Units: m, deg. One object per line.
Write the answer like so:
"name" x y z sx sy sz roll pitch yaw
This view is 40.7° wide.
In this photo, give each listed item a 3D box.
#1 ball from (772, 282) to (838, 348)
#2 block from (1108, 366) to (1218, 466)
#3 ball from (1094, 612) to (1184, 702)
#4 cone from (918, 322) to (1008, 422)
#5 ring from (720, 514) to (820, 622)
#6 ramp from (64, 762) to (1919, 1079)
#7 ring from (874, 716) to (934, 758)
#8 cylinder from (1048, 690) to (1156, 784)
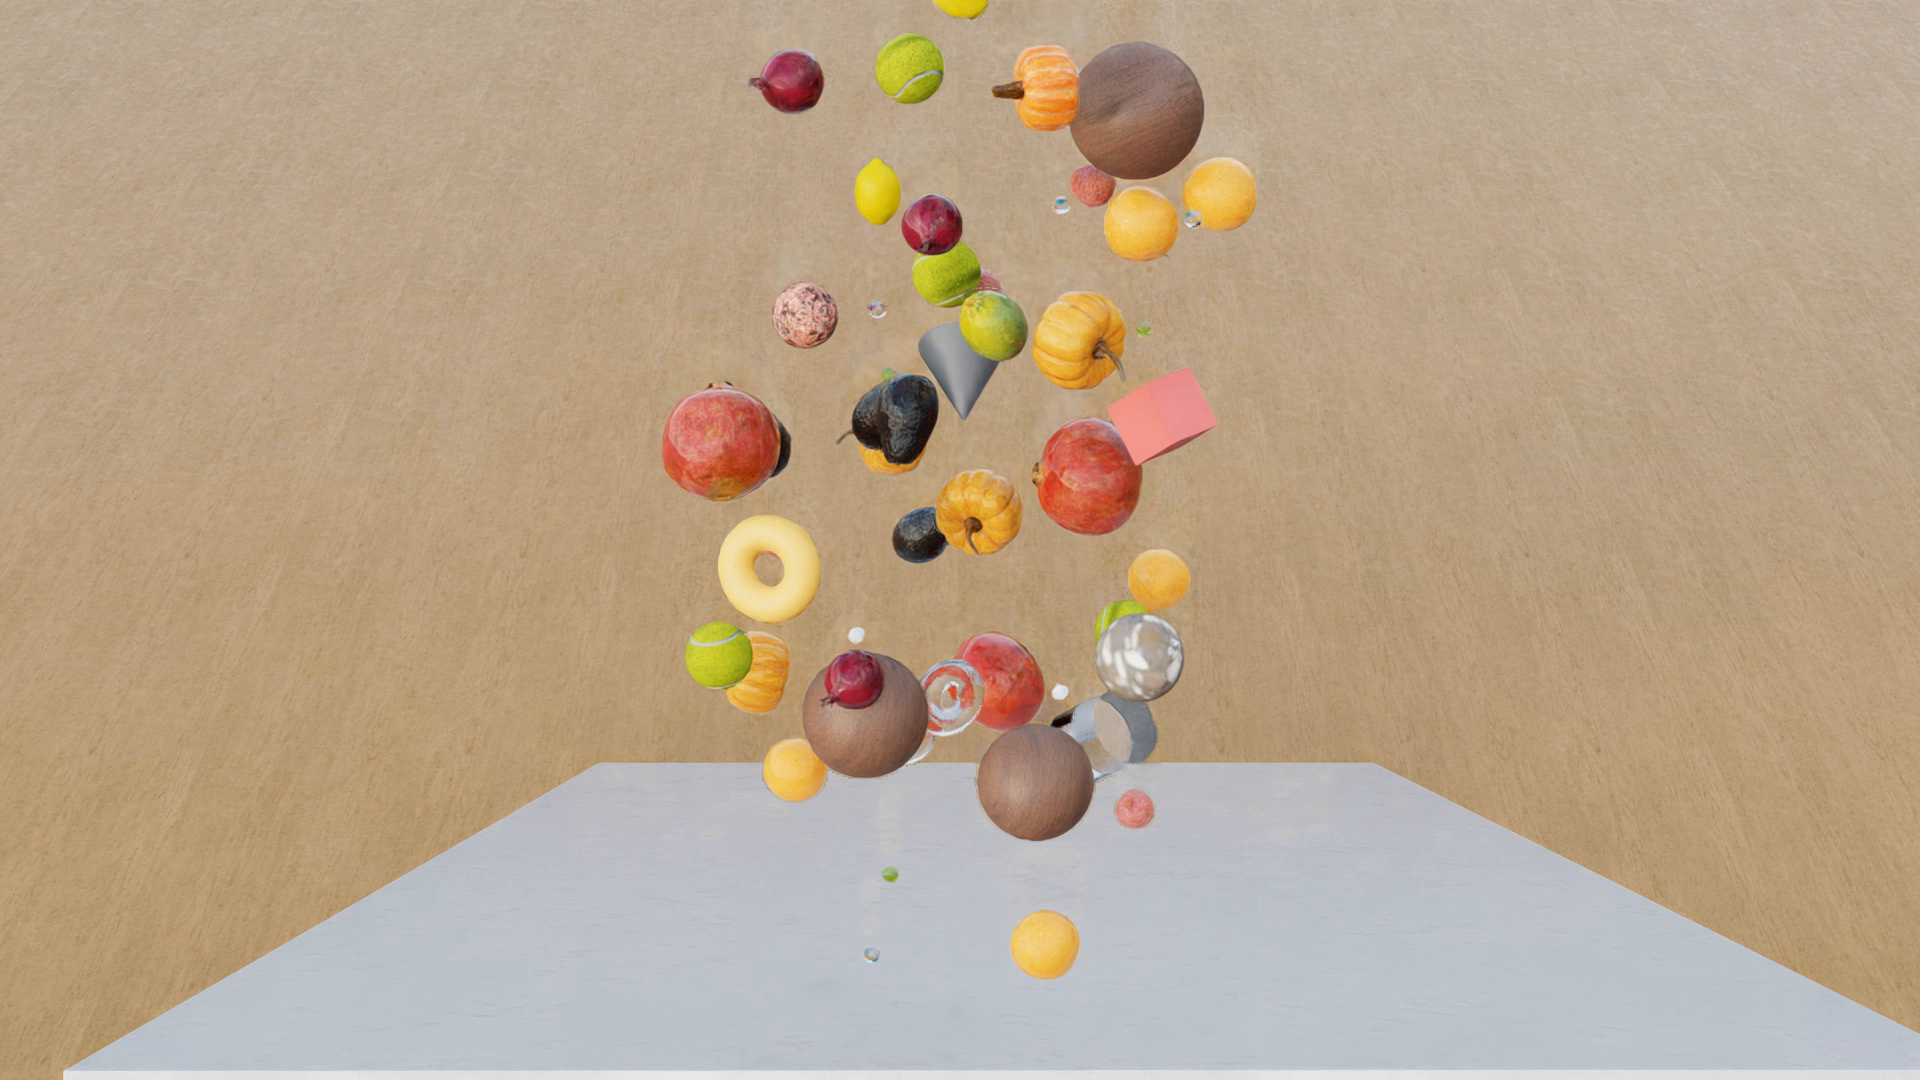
"ball" -0.142 -0.206 2.370 0.061 0.061 0.061 0 31 0
"block" 0.195 -0.119 2.489 0.062 0.062 0.062 -23 -6 -38
"ball" 0.184 0.121 2.658 0.092 0.092 0.092 0 31 0
"cone" 0.003 -0.161 2.674 0.093 0.093 0.093 0 60 -1
"ring" -0.183 0.028 2.483 0.105 0.105 0.035 12 12 18
"ramp" 0.069 0.612 4.685 2.000 0.100 4.000 0 0 0
"ring" -0.067 0.235 3.078 0.076 0.076 0.025 -13 63 -21
"cylinder" 0.160 0.222 2.928 0.088 0.088 0.088 -31 0 -40
